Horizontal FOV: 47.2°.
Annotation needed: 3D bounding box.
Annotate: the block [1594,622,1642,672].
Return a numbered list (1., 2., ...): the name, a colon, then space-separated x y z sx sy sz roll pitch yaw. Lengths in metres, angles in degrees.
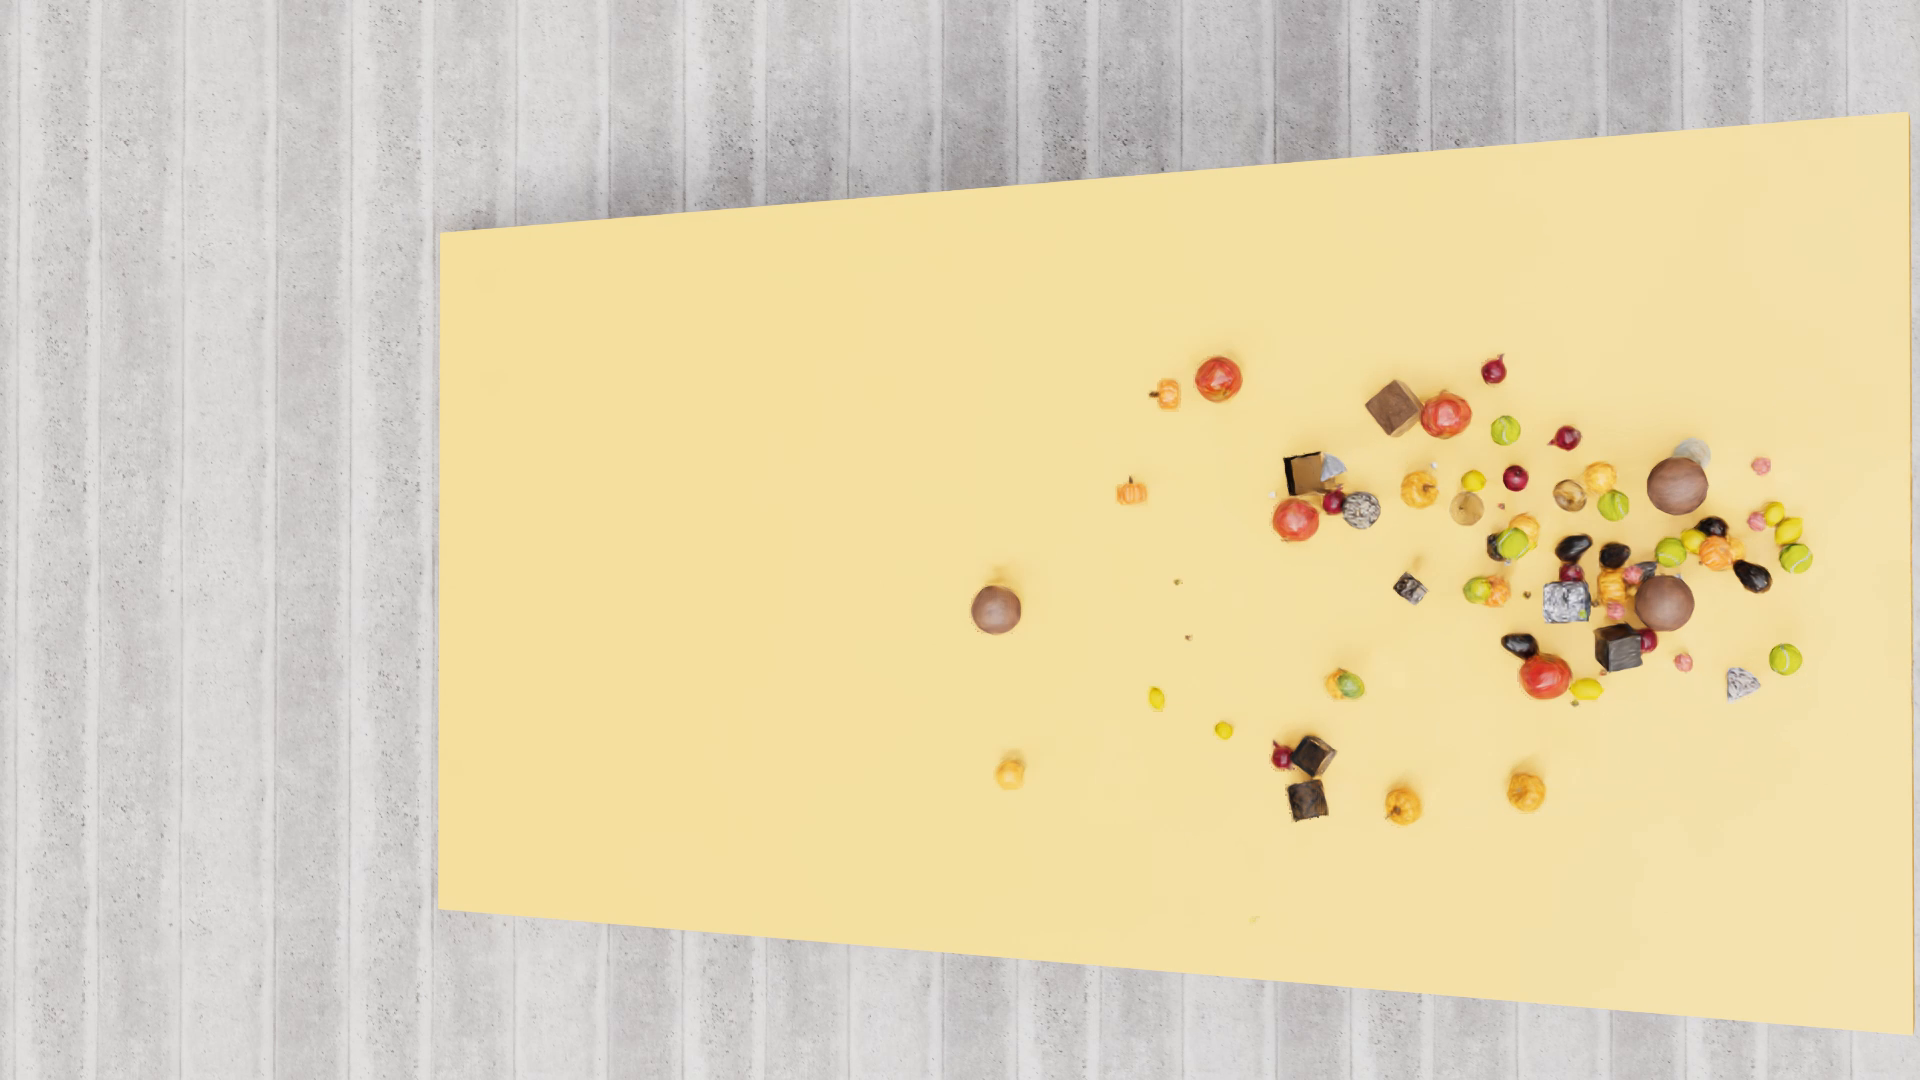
1. block: 1.481 0.242 4.951 0.077 0.077 0.077 -11 110 -5

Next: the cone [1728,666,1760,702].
1. cone: 1.728 0.337 4.901 0.077 0.077 0.077 19 128 0

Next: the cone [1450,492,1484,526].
1. cone: 1.177 -0.074 5.146 0.082 0.082 0.082 0 89 26

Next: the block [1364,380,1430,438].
1. block: 1.035 -0.311 5.210 0.095 0.095 0.095 -42 73 20

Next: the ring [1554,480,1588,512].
1. ring: 1.400 -0.100 5.049 0.028 0.083 0.083 -31 89 -40

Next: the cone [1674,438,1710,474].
1. cone: 1.643 -0.182 4.907 0.082 0.082 0.082 1 99 6

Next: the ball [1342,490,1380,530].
1. ball: 0.957 -0.072 5.247 0.093 0.093 0.093 0 89 0

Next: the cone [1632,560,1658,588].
1. cone: 1.557 0.081 4.978 0.057 0.057 0.057 -12 97 0

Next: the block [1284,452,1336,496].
1. block: 0.844 -0.158 5.302 0.092 0.092 0.092 -9 85 25

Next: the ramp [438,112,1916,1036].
1. ramp: 0.281 0.081 5.679 4.000 0.100 2.000 0 89 26

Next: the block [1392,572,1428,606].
1. block: 1.058 0.115 5.167 0.052 0.052 0.052 36 98 -17

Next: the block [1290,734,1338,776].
1. block: 0.852 0.520 5.299 0.071 0.071 0.071 37 104 25
